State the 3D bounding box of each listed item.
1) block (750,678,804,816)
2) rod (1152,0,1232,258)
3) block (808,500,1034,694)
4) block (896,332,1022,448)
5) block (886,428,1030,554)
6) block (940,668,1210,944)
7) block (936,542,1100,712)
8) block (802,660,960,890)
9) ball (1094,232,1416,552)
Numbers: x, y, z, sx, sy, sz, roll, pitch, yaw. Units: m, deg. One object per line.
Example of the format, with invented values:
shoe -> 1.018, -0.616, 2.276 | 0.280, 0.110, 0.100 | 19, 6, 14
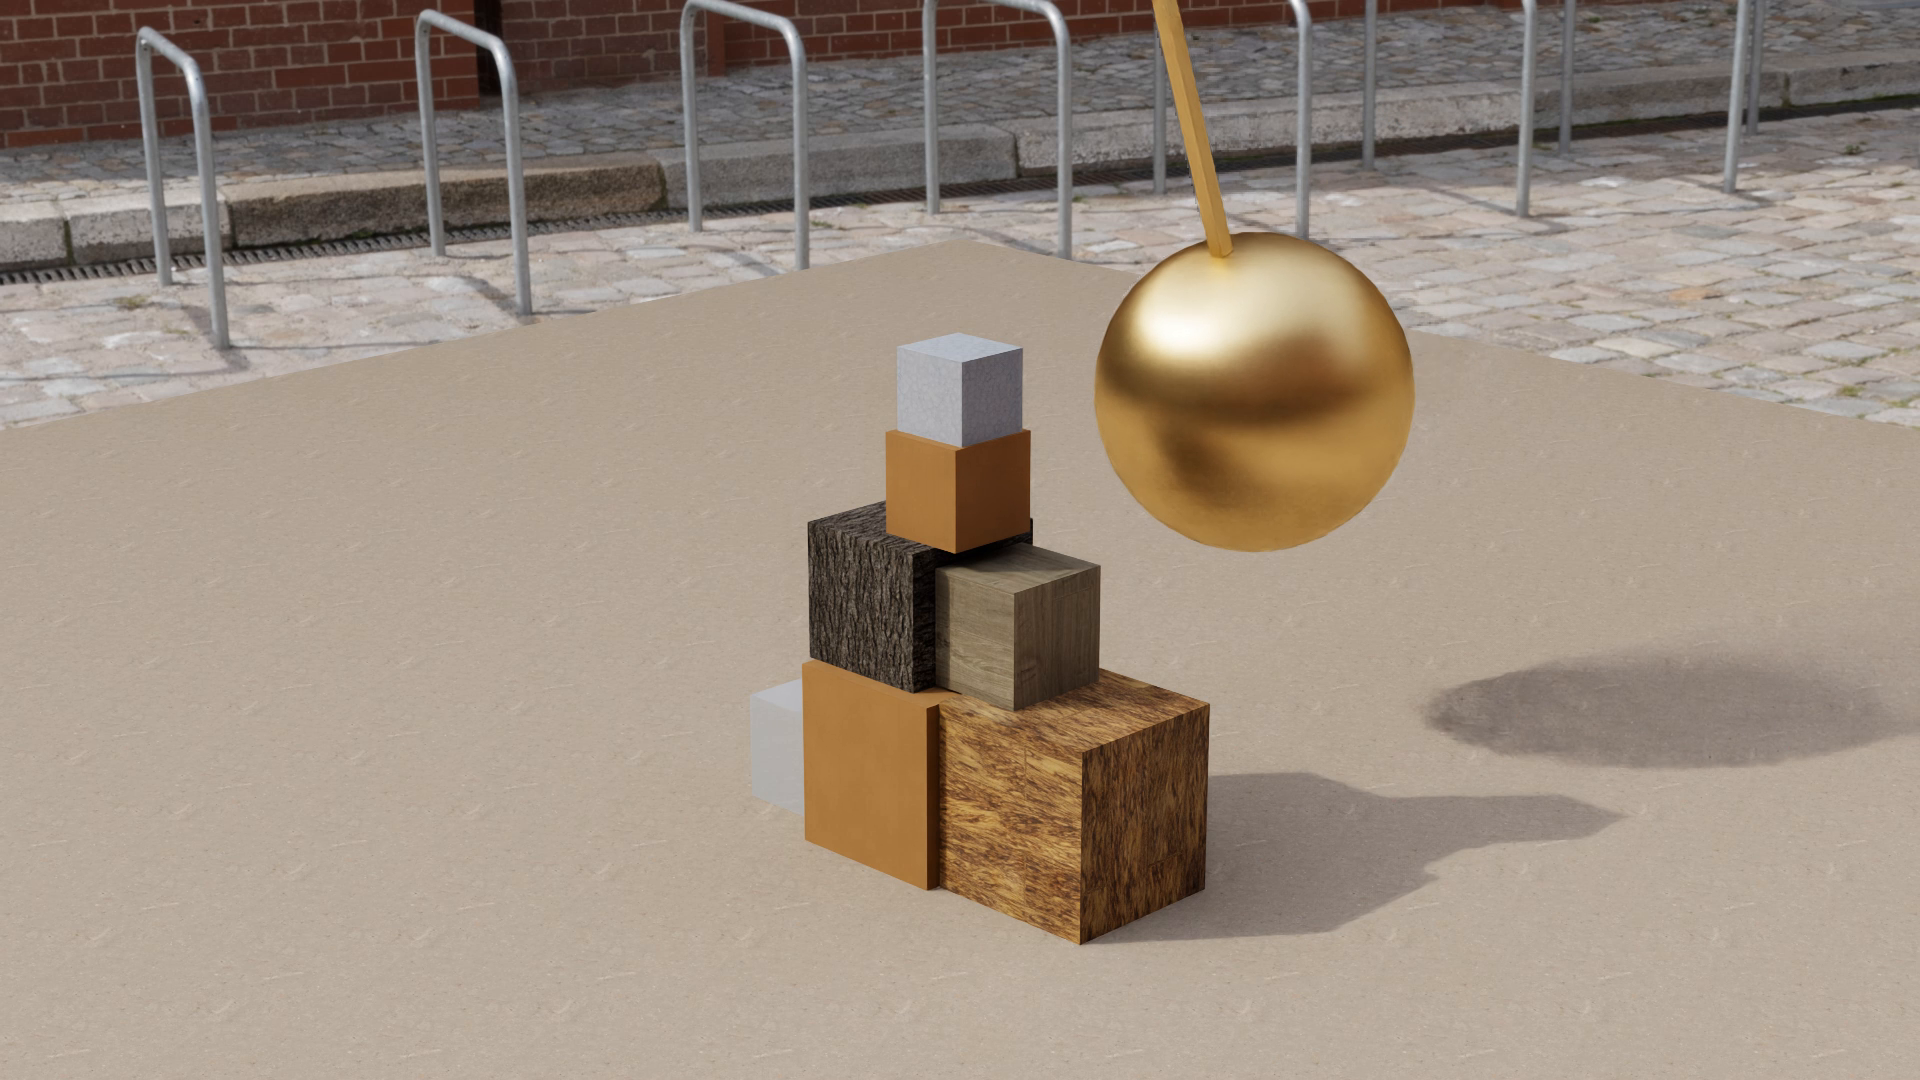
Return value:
block -> -0.596, 0.997, 14.298 | 0.613, 0.524, 0.582 | -17, 24, -42
rod -> 0.636, -3.531, 12.898 | 0.080, 5.200, 0.080 | 17, 44, 42
block -> -0.182, 0.223, 13.593 | 0.774, 0.658, 0.694 | -17, 24, -42
block -> -0.001, -0.675, 13.129 | 0.386, 0.386, 0.409 | -17, 24, -42
block -> -0.008, -0.263, 13.251 | 0.479, 0.474, 0.444 | -17, 24, -42
block -> 0.509, 1.152, 13.181 | 0.836, 0.898, 0.866 | -17, 24, -42
block -> 0.261, 0.383, 13.213 | 0.560, 0.550, 0.491 | -17, 24, -42
block -> -0.112, 0.983, 13.744 | 0.931, 0.883, 0.824 | -17, 24, -42
ball -> 1.467, -0.736, 14.648 | 1.600, 1.600, 1.600 | 0, 17, 0
